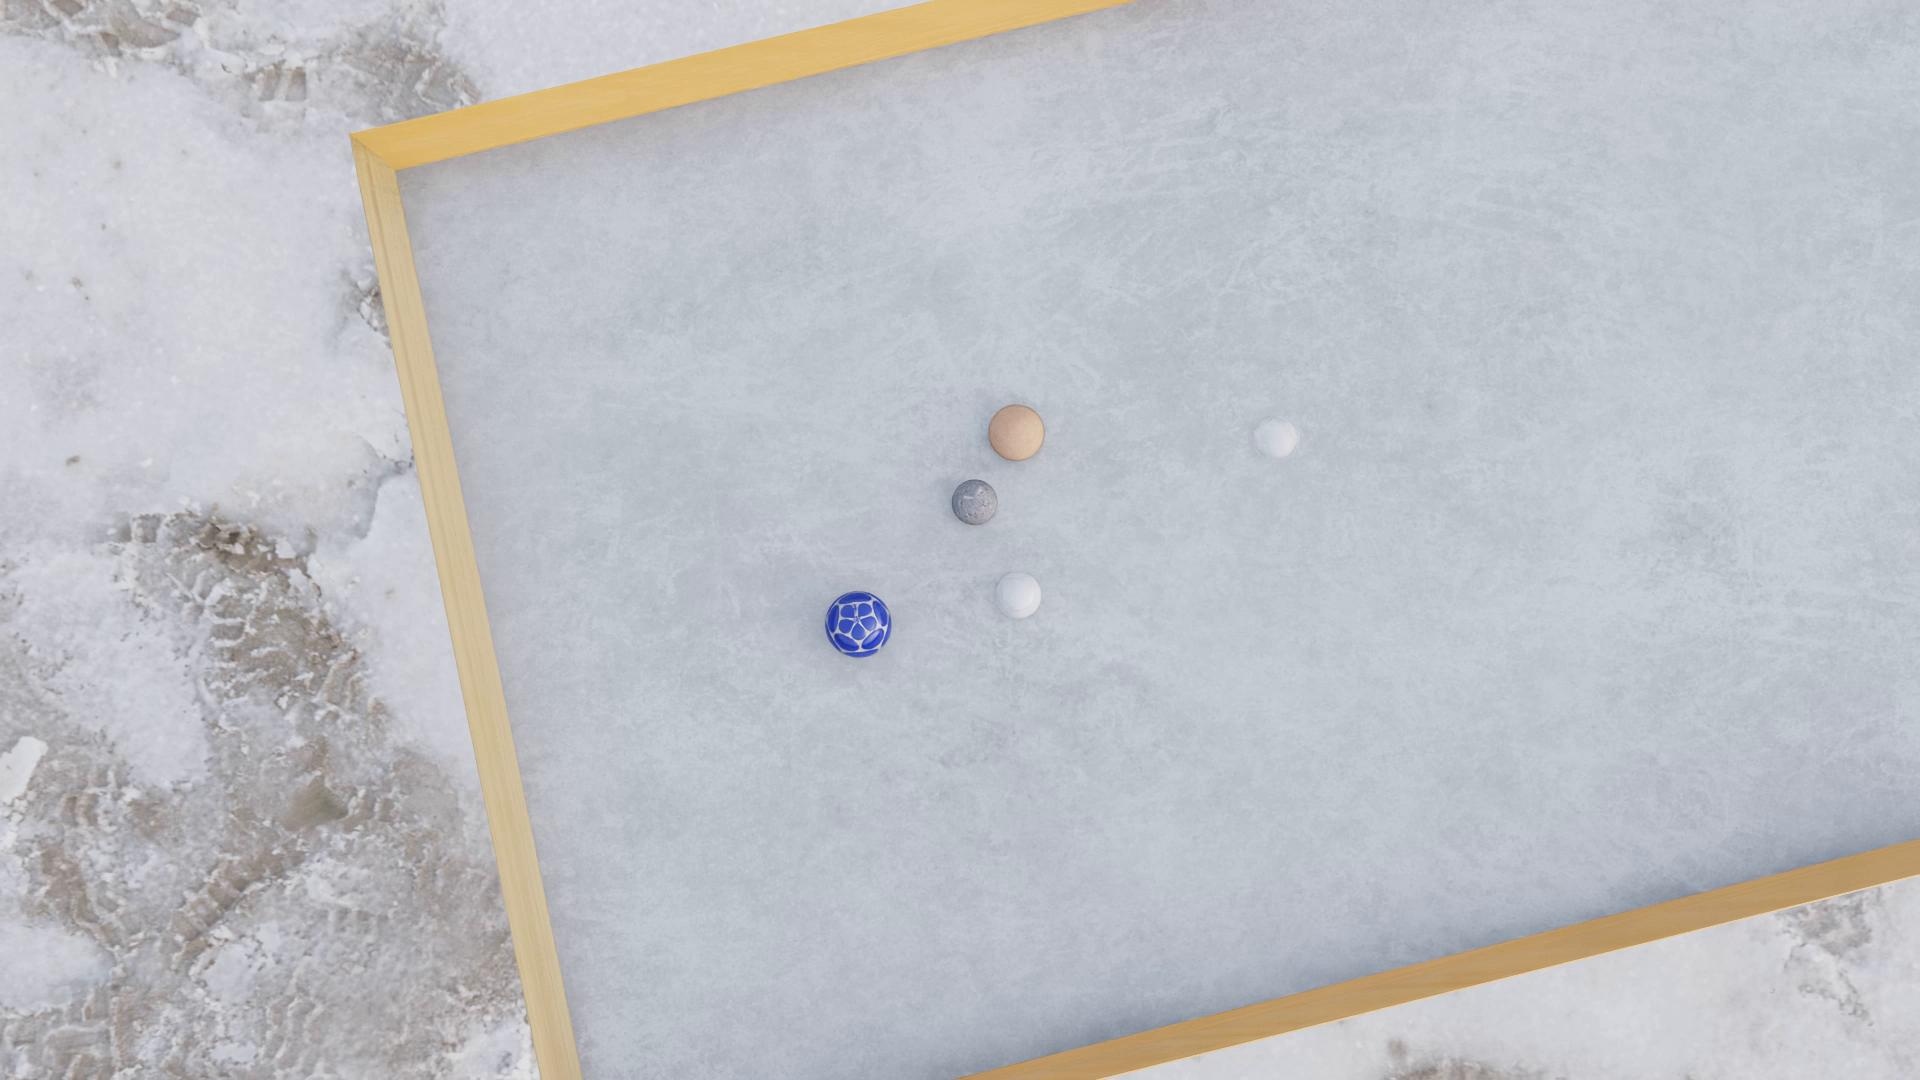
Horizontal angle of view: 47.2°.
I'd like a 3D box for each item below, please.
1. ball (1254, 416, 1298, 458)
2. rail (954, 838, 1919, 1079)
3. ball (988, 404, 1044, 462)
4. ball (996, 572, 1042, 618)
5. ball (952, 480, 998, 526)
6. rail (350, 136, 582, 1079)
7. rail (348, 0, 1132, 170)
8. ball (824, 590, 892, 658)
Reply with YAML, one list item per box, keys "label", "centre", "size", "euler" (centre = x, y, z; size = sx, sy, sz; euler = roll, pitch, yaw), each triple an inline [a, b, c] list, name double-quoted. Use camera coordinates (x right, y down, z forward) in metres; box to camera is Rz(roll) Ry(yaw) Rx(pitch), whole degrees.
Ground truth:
- label: "ball"
  centre: [0.476, -0.154, 3.316]
  size: [0.064, 0.064, 0.064]
  euler: [0, 80, 0]
- label: "rail"
  centre: [0.912, 0.567, 3.152]
  size: [2.999, 0.130, 0.045]
  euler: [-13, 80, -2]
- label: "ball"
  centre: [0.085, -0.161, 3.307]
  size: [0.086, 0.086, 0.086]
  euler: [0, 80, 0]
- label: "ball"
  centre: [0.087, 0.082, 3.272]
  size: [0.069, 0.069, 0.069]
  euler: [0, 80, 0]
- label: "ball"
  centre: [0.022, -0.056, 3.296]
  size: [0.069, 0.069, 0.069]
  euler: [0, 80, 0]
- label: "rail"
  centre: [-0.706, 0.164, 3.225]
  size: [0.045, 0.130, 1.606]
  euler: [-13, 80, -2]
- label: "rail"
  centre: [0.545, -0.924, 3.421]
  size: [2.999, 0.130, 0.045]
  euler: [-13, 80, -2]
- label: "ball"
  centre: [-0.150, 0.125, 3.248]
  size: [0.100, 0.100, 0.100]
  euler: [0, 80, 0]
